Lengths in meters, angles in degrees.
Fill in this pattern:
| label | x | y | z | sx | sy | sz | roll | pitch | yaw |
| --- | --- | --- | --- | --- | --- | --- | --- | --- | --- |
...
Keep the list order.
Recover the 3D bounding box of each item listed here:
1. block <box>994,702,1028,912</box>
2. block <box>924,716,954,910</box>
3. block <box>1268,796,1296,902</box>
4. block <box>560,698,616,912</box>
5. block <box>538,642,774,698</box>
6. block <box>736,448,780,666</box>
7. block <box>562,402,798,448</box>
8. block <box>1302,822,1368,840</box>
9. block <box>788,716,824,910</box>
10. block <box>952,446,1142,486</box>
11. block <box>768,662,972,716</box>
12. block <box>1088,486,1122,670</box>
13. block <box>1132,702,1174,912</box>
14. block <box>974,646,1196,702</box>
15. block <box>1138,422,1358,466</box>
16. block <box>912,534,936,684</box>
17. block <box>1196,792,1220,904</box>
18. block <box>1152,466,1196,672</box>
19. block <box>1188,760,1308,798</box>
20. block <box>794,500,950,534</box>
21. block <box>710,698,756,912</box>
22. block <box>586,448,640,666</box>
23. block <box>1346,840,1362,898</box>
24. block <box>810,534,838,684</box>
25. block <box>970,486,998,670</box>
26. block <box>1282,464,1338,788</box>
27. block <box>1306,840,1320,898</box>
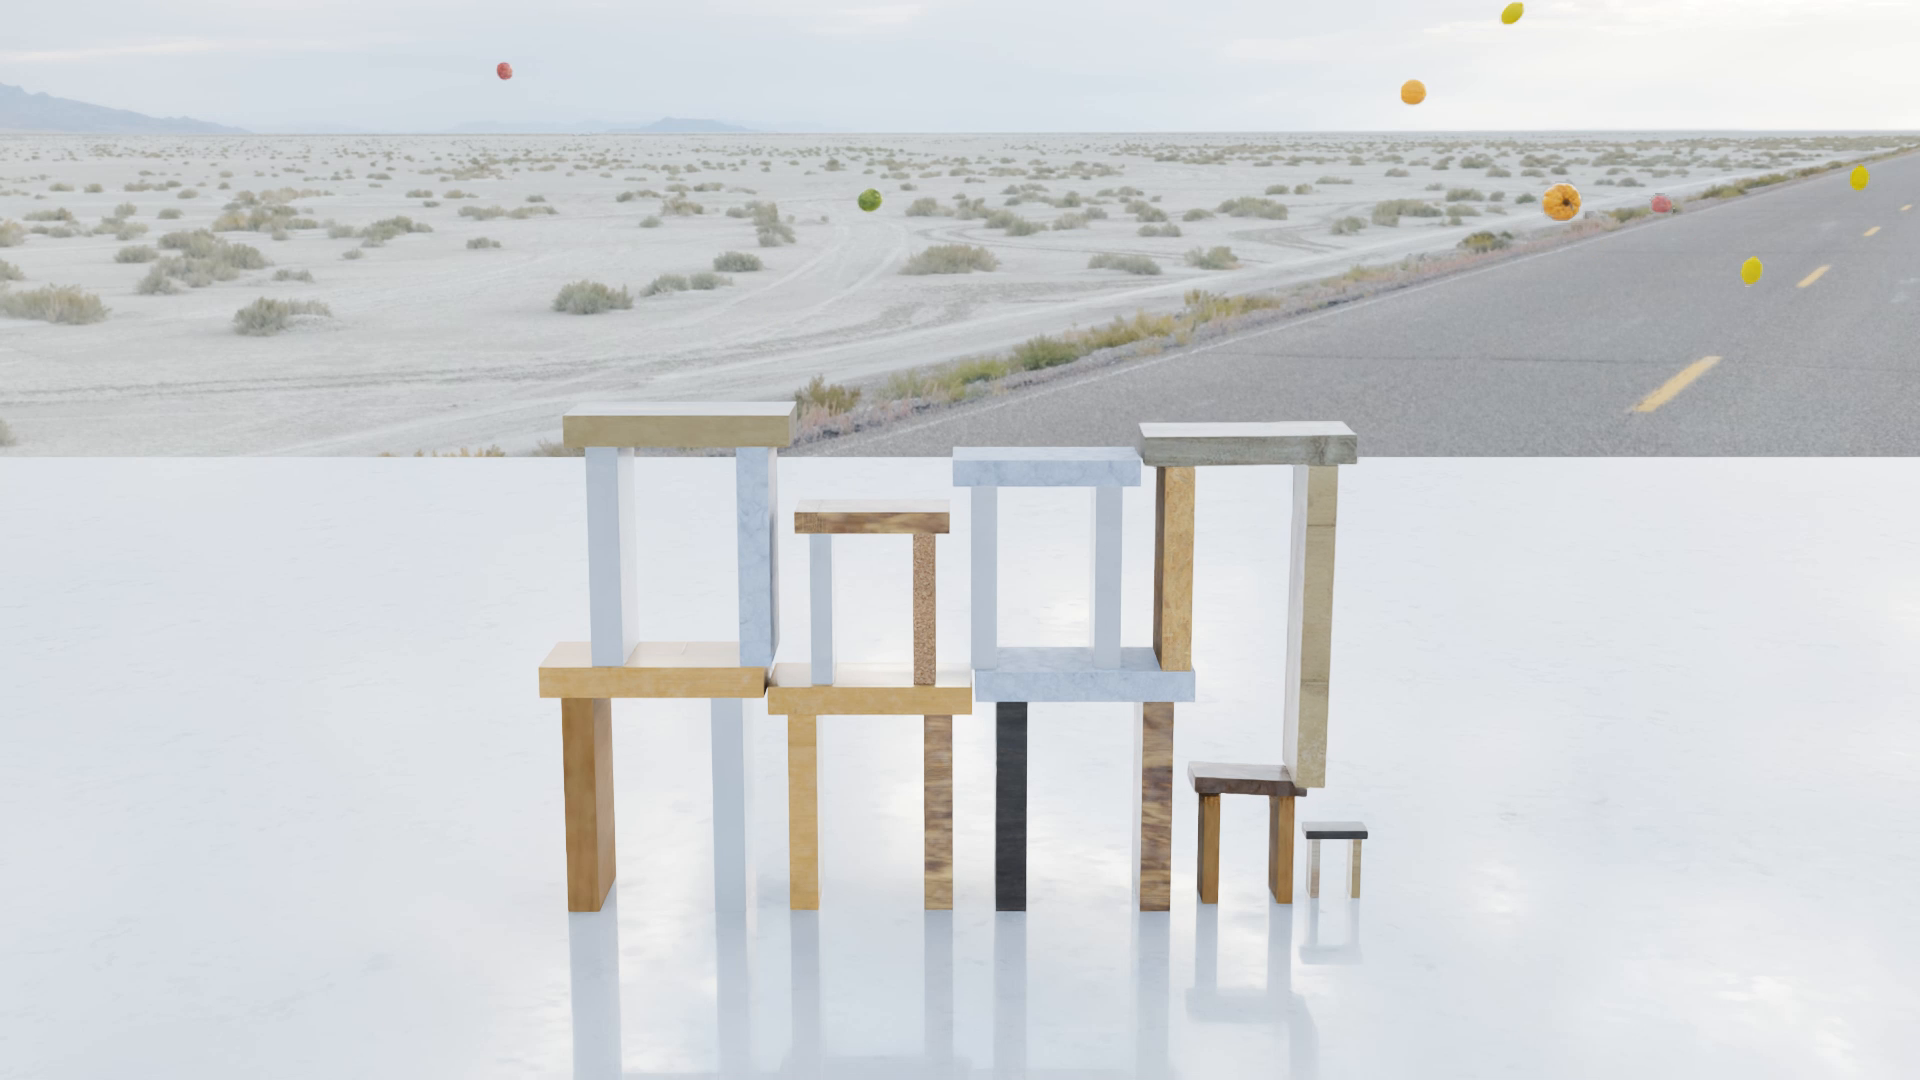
| label | x | y | z | sx | sy | sz | roll | pitch | yaw |
| --- | --- | --- | --- | --- | --- | --- | --- | --- | --- |
| block | 0.083 | 0.416 | 3.640 | 0.050 | 0.352 | 0.176 | 0 | 11 | 0 |
| block | -0.035 | 0.428 | 3.643 | 0.047 | 0.329 | 0.164 | 0 | 11 | 0 |
| block | 0.533 | 0.498 | 3.651 | 0.026 | 0.185 | 0.092 | 0 | 9 | -1 |
| block | -0.613 | 0.413 | 3.639 | 0.051 | 0.359 | 0.180 | 0 | 11 | 0 |
| block | -0.493 | 0.211 | 3.601 | 0.359 | 0.051 | 0.180 | 0 | 11 | 0 |
| block | -0.327 | 0.012 | 3.567 | 0.050 | 0.354 | 0.177 | 0 | 11 | 0 |
| block | -0.445 | -0.186 | 3.530 | 0.354 | 0.050 | 0.177 | 0 | 11 | 0 |
| block | 0.622 | 0.482 | 3.652 | 0.102 | 0.014 | 0.051 | 0 | 11 | 0 |
| block | -0.254 | 0.428 | 3.643 | 0.047 | 0.329 | 0.164 | 0 | 11 | 0 |
| block | 0.137 | -0.118 | 3.542 | 0.297 | 0.042 | 0.149 | 0 | 11 | 0 |
| block | -0.145 | 0.243 | 3.609 | 0.329 | 0.047 | 0.164 | 0 | 11 | 0 |
| block | 0.236 | 0.048 | 3.572 | 0.042 | 0.297 | 0.149 | 0 | 11 | 0 |
| block | 0.318 | 0.416 | 3.640 | 0.050 | 0.352 | 0.176 | 0 | 11 | 0 |
| block | 0.201 | 0.219 | 3.603 | 0.352 | 0.050 | 0.176 | 0 | 11 | 0 |
| block | 0.458 | -0.155 | 3.528 | 0.331 | 0.047 | 0.166 | 0 | 11 | 1 |
| block | -0.058 | 0.100 | 3.577 | 0.035 | 0.247 | 0.123 | 0 | 11 | 0 |
| block | 0.412 | 0.500 | 3.650 | 0.026 | 0.185 | 0.092 | 0 | 11 | 0 |
| block | 0.346 | 0.032 | 3.565 | 0.047 | 0.331 | 0.166 | 0 | 11 | 0 |
| block | 0.472 | 0.393 | 3.616 | 0.184 | 0.026 | 0.092 | 3 | 10 | -2 |
| block | -0.140 | -0.038 | 3.551 | 0.247 | 0.035 | 0.123 | 0 | 11 | 0 |
| block | -0.374 | 0.413 | 3.639 | 0.051 | 0.359 | 0.180 | 0 | 11 | 0 |
| block | -0.563 | 0.012 | 3.566 | 0.050 | 0.354 | 0.177 | 0 | 11 | 0 |
| block | 0.656 | 0.539 | 3.663 | 0.014 | 0.102 | 0.051 | 0 | 11 | 0 |
| block | -0.222 | 0.100 | 3.577 | 0.035 | 0.247 | 0.123 | 0 | 11 | 0 |
| block | 0.038 | 0.048 | 3.572 | 0.042 | 0.297 | 0.149 | 0 | 11 | 0 |
| block | 0.568 | 0.126 | 3.570 | 0.047 | 0.522 | 0.166 | 1 | 10 | 1 |
| block | 0.588 | 0.539 | 3.663 | 0.014 | 0.102 | 0.051 | 0 | 11 | 0 |
